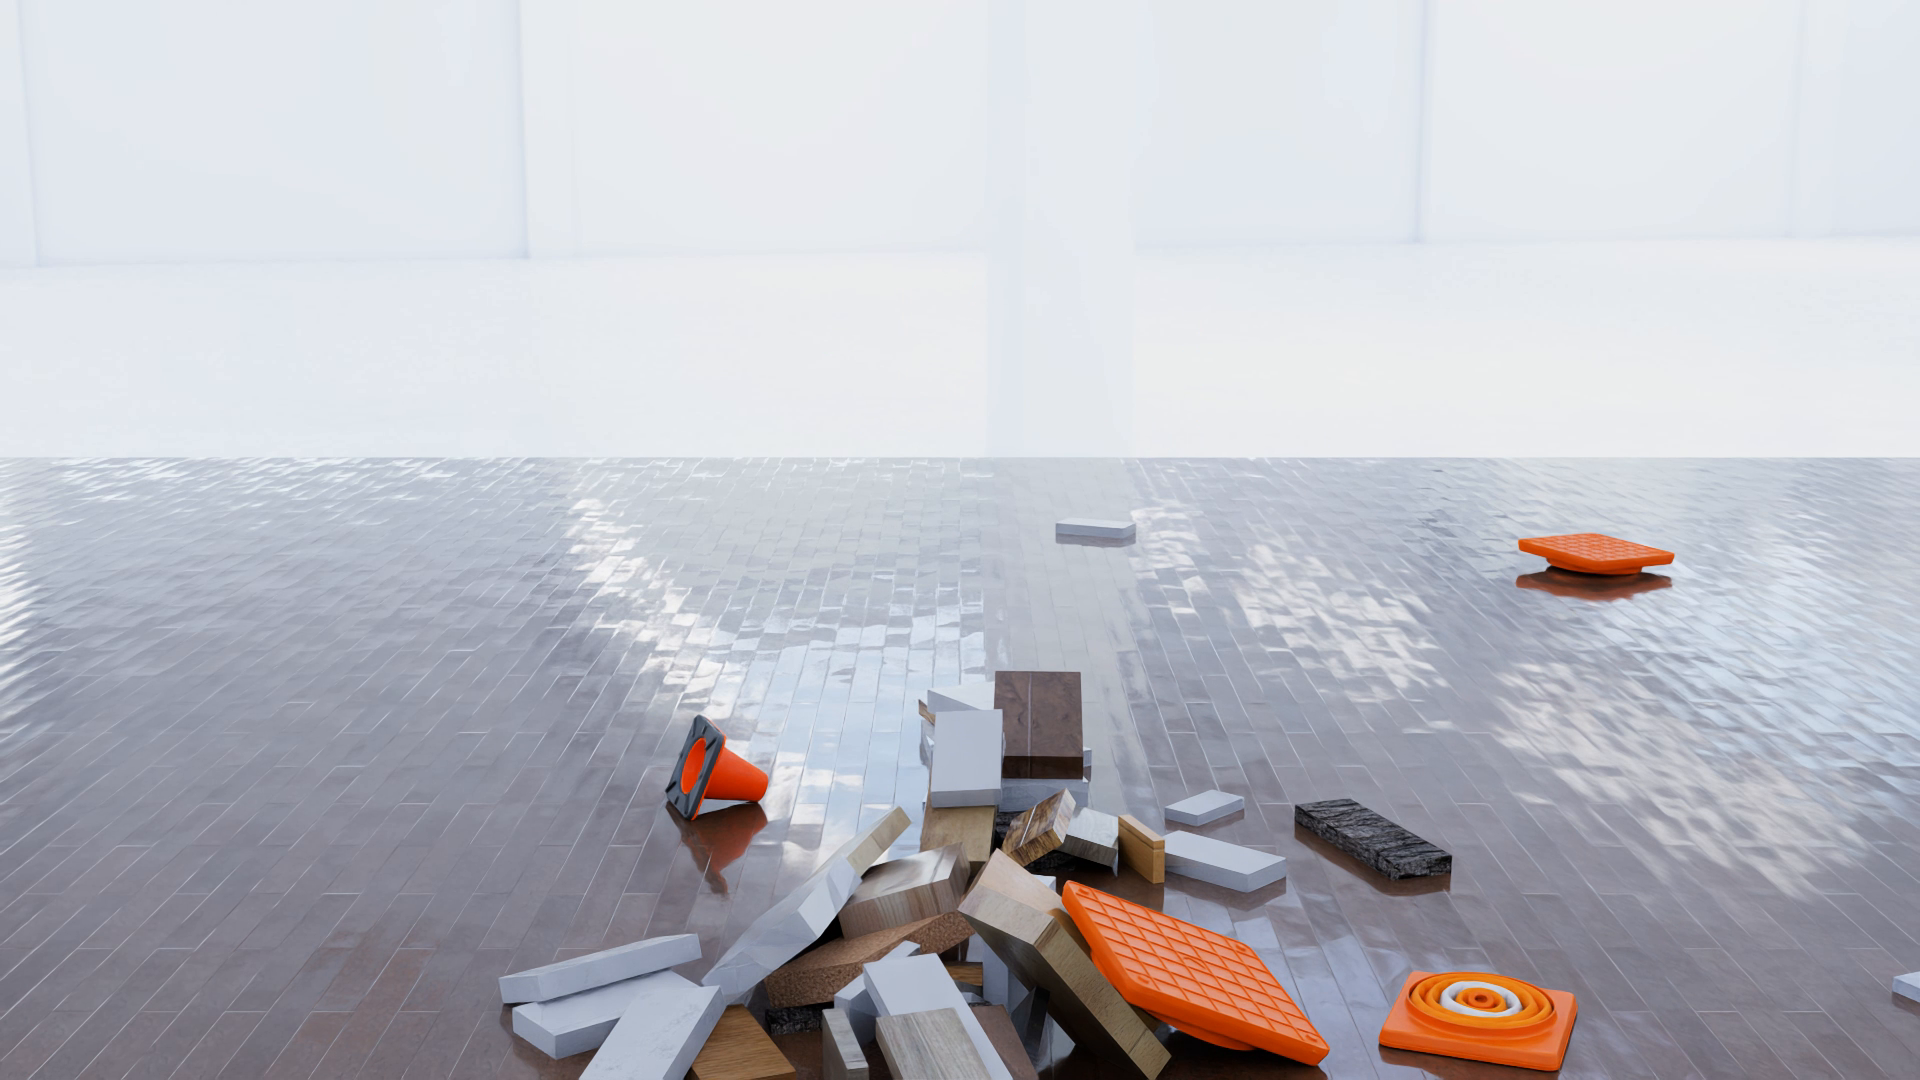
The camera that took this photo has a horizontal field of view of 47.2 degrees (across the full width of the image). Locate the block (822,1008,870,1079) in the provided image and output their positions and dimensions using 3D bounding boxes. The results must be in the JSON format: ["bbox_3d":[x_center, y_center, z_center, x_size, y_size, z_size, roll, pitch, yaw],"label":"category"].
[{"bbox_3d":[-0.149,0.692,2.855,0.028,0.097,0.194,-2,11,-13],"label":"block"}]

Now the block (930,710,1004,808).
[{"bbox_3d":[0.014,0.388,3.925,0.122,0.034,0.243,-3,30,4],"label":"block"}]

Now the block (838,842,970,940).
[{"bbox_3d":[-0.084,0.548,3.459,0.175,0.050,0.350,-16,0,4],"label":"block"}]

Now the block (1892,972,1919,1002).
[{"bbox_3d":[1.445,0.666,3.202,0.075,0.021,0.149,-5,12,-24],"label":"block"}]

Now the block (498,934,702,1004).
[{"bbox_3d":[-0.528,0.630,3.237,0.264,0.037,0.132,-8,-6,-38],"label":"block"}]

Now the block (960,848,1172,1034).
[{"bbox_3d":[0.153,0.577,3.129,0.319,0.045,0.159,37,15,3],"label":"block"}]

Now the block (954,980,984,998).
[{"bbox_3d":[-0.025,0.640,3.104,0.090,0.026,0.181,-3,-16,17],"label":"block"}]

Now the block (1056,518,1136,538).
[{"bbox_3d":[0.430,-0.038,6.965,0.228,0.032,0.114,5,12,25],"label":"block"}]

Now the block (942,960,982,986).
[{"bbox_3d":[-0.007,0.632,3.213,0.090,0.026,0.181,1,-9,4],"label":"block"}]

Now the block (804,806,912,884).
[{"bbox_3d":[-0.194,0.543,3.622,0.132,0.037,0.386,-37,-1,19],"label":"block"}]

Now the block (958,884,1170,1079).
[{"bbox_3d":[0.140,0.590,2.925,0.045,0.319,0.159,-50,34,-19],"label":"block"}]

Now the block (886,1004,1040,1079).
[{"bbox_3d":[0.013,0.657,2.609,0.156,0.044,0.312,-4,19,-12],"label":"block"}]

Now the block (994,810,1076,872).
[{"bbox_3d":[0.116,0.523,3.944,0.113,0.032,0.348,-2,11,-9],"label":"block"}]

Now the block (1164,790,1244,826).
[{"bbox_3d":[0.457,0.499,4.100,0.075,0.021,0.149,9,14,41],"label":"block"}]

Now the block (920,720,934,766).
[{"bbox_3d":[-0.011,0.415,4.520,0.118,0.034,0.237,-1,11,-6],"label":"block"}]

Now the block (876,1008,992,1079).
[{"bbox_3d":[-0.028,0.609,2.552,0.097,0.028,0.194,-5,19,-15],"label":"block"}]

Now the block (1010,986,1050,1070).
[{"bbox_3d":[0.080,0.666,2.878,0.021,0.076,0.151,26,41,-9],"label":"block"}]

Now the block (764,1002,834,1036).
[{"bbox_3d":[-0.187,0.680,3.140,0.175,0.016,0.057,-3,11,-14],"label":"block"}]

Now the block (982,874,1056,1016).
[{"bbox_3d":[0.090,0.601,3.248,0.037,0.132,0.264,3,11,17],"label":"block"}]

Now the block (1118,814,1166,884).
[{"bbox_3d":[0.311,0.531,3.784,0.021,0.075,0.149,-4,11,-19],"label":"block"}]

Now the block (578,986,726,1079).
[{"bbox_3d":[-0.413,0.679,2.946,0.124,0.035,0.248,-8,16,15],"label":"block"}]

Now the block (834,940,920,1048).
[{"bbox_3d":[-0.115,0.642,3.082,0.026,0.090,0.181,12,22,29],"label":"block"}]

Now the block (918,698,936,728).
[{"bbox_3d":[0.006,0.370,4.578,0.118,0.034,0.237,-4,11,-18],"label":"block"}]

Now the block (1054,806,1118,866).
[{"bbox_3d":[0.219,0.514,3.867,0.113,0.032,0.226,17,8,2],"label":"block"}]

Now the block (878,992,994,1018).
[{"bbox_3d":[-0.029,0.642,2.998,0.124,0.035,0.248,0,-15,8],"label":"block"}]

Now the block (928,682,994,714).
[{"bbox_3d":[0.086,0.345,4.441,0.168,0.048,0.337,-5,9,-28],"label":"block"}]

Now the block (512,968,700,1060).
[{"bbox_3d":[-0.496,0.672,3.133,0.248,0.035,0.124,-8,13,-38],"label":"block"}]

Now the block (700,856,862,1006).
[{"bbox_3d":[-0.258,0.574,3.252,0.175,0.050,0.350,-37,-1,9],"label":"block"}]

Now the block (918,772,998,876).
[{"bbox_3d":[0.000,0.490,3.837,0.122,0.034,0.243,-1,34,7],"label":"block"}]

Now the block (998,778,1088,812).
[{"bbox_3d":[0.119,0.438,4.176,0.168,0.048,0.337,-2,11,-12],"label":"block"}]

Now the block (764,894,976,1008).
[{"bbox_3d":[-0.116,0.609,3.278,0.175,0.050,0.350,-16,0,33],"label":"block"}]

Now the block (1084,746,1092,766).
[{"bbox_3d":[0.133,0.439,4.389,0.237,0.034,0.118,-7,13,-34],"label":"block"}]

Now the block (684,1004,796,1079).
[{"bbox_3d":[-0.319,0.699,2.984,0.124,0.035,0.248,-4,11,-22],"label":"block"}]

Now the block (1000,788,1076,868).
[{"bbox_3d":[0.131,0.497,3.753,0.113,0.032,0.226,-32,4,13],"label":"block"}]

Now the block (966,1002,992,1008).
[{"bbox_3d":[-0.006,0.657,2.738,0.124,0.035,0.248,-2,18,-7],"label":"block"}]

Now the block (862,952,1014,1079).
[{"bbox_3d":[-0.020,0.607,2.646,0.097,0.028,0.388,-5,19,-16],"label":"block"}]

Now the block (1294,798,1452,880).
[{"bbox_3d":[0.729,0.529,3.909,0.114,0.032,0.347,-4,11,-20],"label":"block"}]

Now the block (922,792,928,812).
[{"bbox_3d":[-0.028,0.479,4.108,0.068,0.019,0.136,1,11,6],"label":"block"}]

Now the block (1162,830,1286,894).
[{"bbox_3d":[0.434,0.552,3.785,0.228,0.032,0.114,9,14,42],"label":"block"}]

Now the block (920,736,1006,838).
[{"bbox_3d":[0.006,0.450,3.957,0.121,0.034,0.243,2,47,10],"label":"block"}]

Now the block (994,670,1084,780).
[{"bbox_3d":[0.148,0.349,4.188,0.168,0.048,0.337,1,24,2],"label":"block"}]
